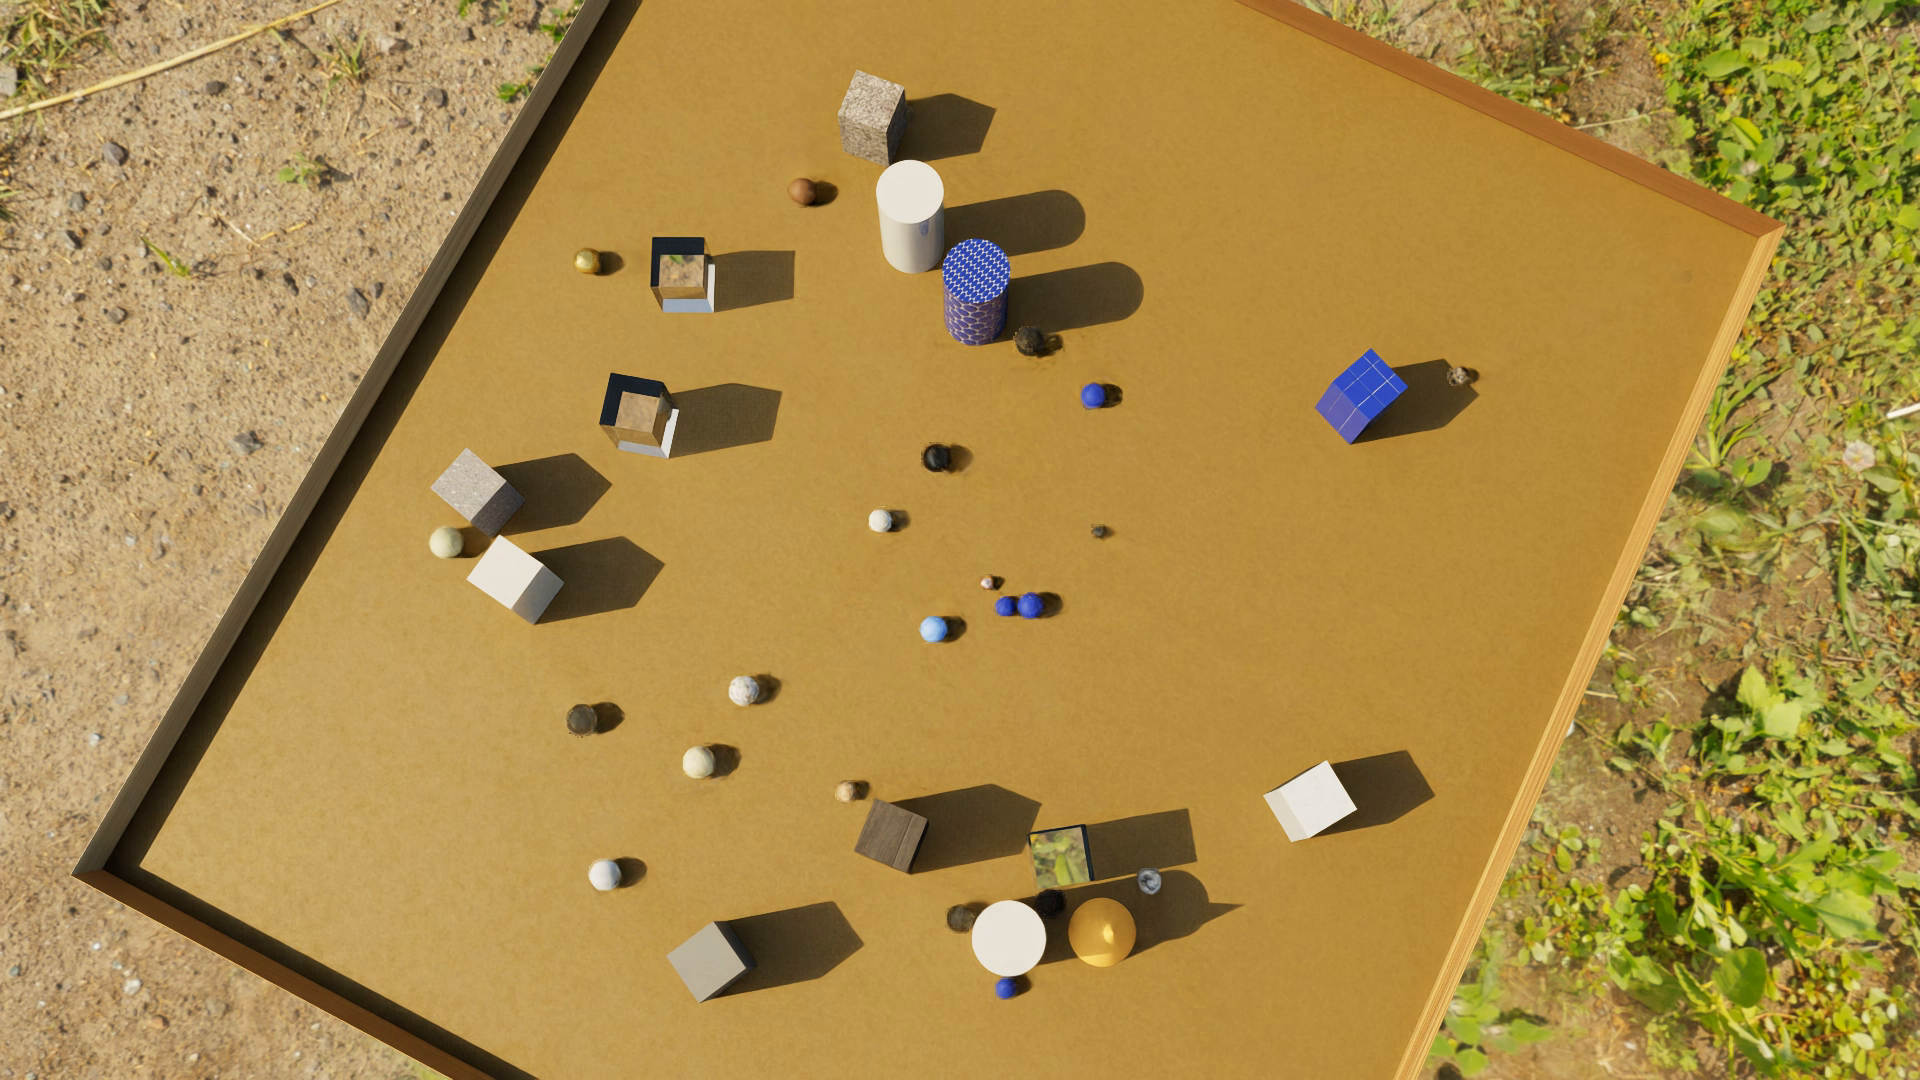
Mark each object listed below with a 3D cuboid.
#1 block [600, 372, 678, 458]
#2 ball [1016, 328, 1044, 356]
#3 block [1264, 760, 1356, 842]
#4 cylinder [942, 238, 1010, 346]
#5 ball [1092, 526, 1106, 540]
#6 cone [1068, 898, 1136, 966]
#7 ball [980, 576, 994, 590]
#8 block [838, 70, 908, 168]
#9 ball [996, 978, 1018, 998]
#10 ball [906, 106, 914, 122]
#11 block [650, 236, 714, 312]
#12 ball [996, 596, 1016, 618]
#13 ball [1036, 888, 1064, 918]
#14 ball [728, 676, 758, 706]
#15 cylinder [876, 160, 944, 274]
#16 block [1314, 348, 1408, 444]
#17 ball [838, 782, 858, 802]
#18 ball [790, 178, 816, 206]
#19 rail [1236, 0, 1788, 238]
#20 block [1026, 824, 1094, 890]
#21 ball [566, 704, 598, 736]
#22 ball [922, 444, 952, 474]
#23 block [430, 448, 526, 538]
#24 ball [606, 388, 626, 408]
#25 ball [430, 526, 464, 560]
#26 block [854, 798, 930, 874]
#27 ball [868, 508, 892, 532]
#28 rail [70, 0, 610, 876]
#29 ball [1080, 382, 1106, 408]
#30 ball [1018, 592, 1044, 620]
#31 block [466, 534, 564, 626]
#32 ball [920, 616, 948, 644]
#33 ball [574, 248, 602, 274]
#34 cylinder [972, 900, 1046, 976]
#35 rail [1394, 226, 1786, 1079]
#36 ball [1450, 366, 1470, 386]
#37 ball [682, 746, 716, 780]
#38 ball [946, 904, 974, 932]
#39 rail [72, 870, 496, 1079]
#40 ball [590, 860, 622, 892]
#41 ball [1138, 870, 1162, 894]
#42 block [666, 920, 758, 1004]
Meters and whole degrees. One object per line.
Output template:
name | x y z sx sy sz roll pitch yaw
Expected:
block | -0.967 -0.373 5.538 0.159 0.305 0.159 10 78 2
ball | 0.216 -0.616 5.699 0.088 0.088 0.088 0 78 0
block | 1.011 0.760 5.315 0.159 0.284 0.159 -30 80 -6
cylinder | 0.048 -0.746 5.561 0.199 0.411 0.199 0 78 0
ball | 0.423 -0.024 5.600 0.042 0.042 0.042 0 78 0
cone | 0.417 1.110 5.181 0.199 0.403 0.199 0 78 0
ball | 0.082 0.132 5.567 0.044 0.044 0.044 0 78 0
block | -0.272 -1.318 5.749 0.159 0.275 0.159 20 79 4
ball | 0.136 1.300 5.317 0.060 0.060 0.060 0 78 0
ball | -0.170 -1.367 5.874 0.051 0.051 0.051 0 78 0
block | -0.855 -0.818 5.663 0.159 0.241 0.159 0 78 0
ball | 0.138 0.202 5.543 0.063 0.063 0.063 0 78 0
ball | 0.263 1.062 5.354 0.085 0.085 0.085 0 78 0
ball | -0.647 0.450 5.477 0.090 0.090 0.090 0 78 0
cylinder | -0.148 -0.982 5.602 0.199 0.426 0.199 0 78 0
block | 1.215 -0.433 5.564 0.159 0.278 0.159 -41 81 -8
ball | -0.334 0.747 5.432 0.059 0.059 0.059 0 78 0
ball | -0.497 -1.104 5.800 0.088 0.088 0.088 0 78 0
rail | 0.901 -1.758 5.914 3.704 0.129 0.045 26 80 5
block | 0.285 0.915 5.268 0.159 0.311 0.159 -9 78 -2
ball | -1.126 0.535 5.458 0.094 0.094 0.094 0 78 0
ball | -0.071 -0.250 5.622 0.090 0.090 0.090 0 78 0
block | -1.447 -0.138 5.516 0.159 0.252 0.159 39 81 7
ball | -1.065 -0.438 5.674 0.065 0.065 0.065 0 78 0
ball | -1.559 0.008 5.564 0.099 0.099 0.099 0 78 0
block | -0.194 0.856 5.277 0.159 0.318 0.159 21 79 4
ball | -0.243 -0.058 5.592 0.073 0.073 0.073 0 78 0
rail | -1.635 -0.794 5.714 0.045 0.129 4.076 26 80 5
ball | 0.412 -0.447 5.669 0.079 0.079 0.079 0 78 0
ball | 0.214 0.199 5.534 0.081 0.081 0.081 0 78 0
block | -1.316 0.122 5.443 0.159 0.292 0.159 33 80 6
ball | -0.080 0.269 5.519 0.083 0.083 0.083 0 78 0
ball | -1.169 -0.875 5.755 0.083 0.083 0.083 0 78 0
cylinder | 0.131 1.115 5.141 0.199 0.479 0.199 0 78 0
rail | 1.635 0.808 5.382 0.045 0.129 4.076 26 80 5
ball | 1.551 -0.510 5.692 0.059 0.059 0.059 0 78 0
ball | -0.774 0.659 5.430 0.098 0.098 0.098 0 78 0
ball | -0.001 1.104 5.347 0.080 0.080 0.080 0 78 0
rail | -0.901 1.771 5.183 3.704 0.129 0.045 26 80 5
ball | -1.039 0.982 5.367 0.091 0.091 0.091 0 78 0
ball | 0.555 1.004 5.372 0.072 0.072 0.072 0 78 0
block | -0.703 1.198 5.216 0.159 0.298 0.159 -36 81 -7
